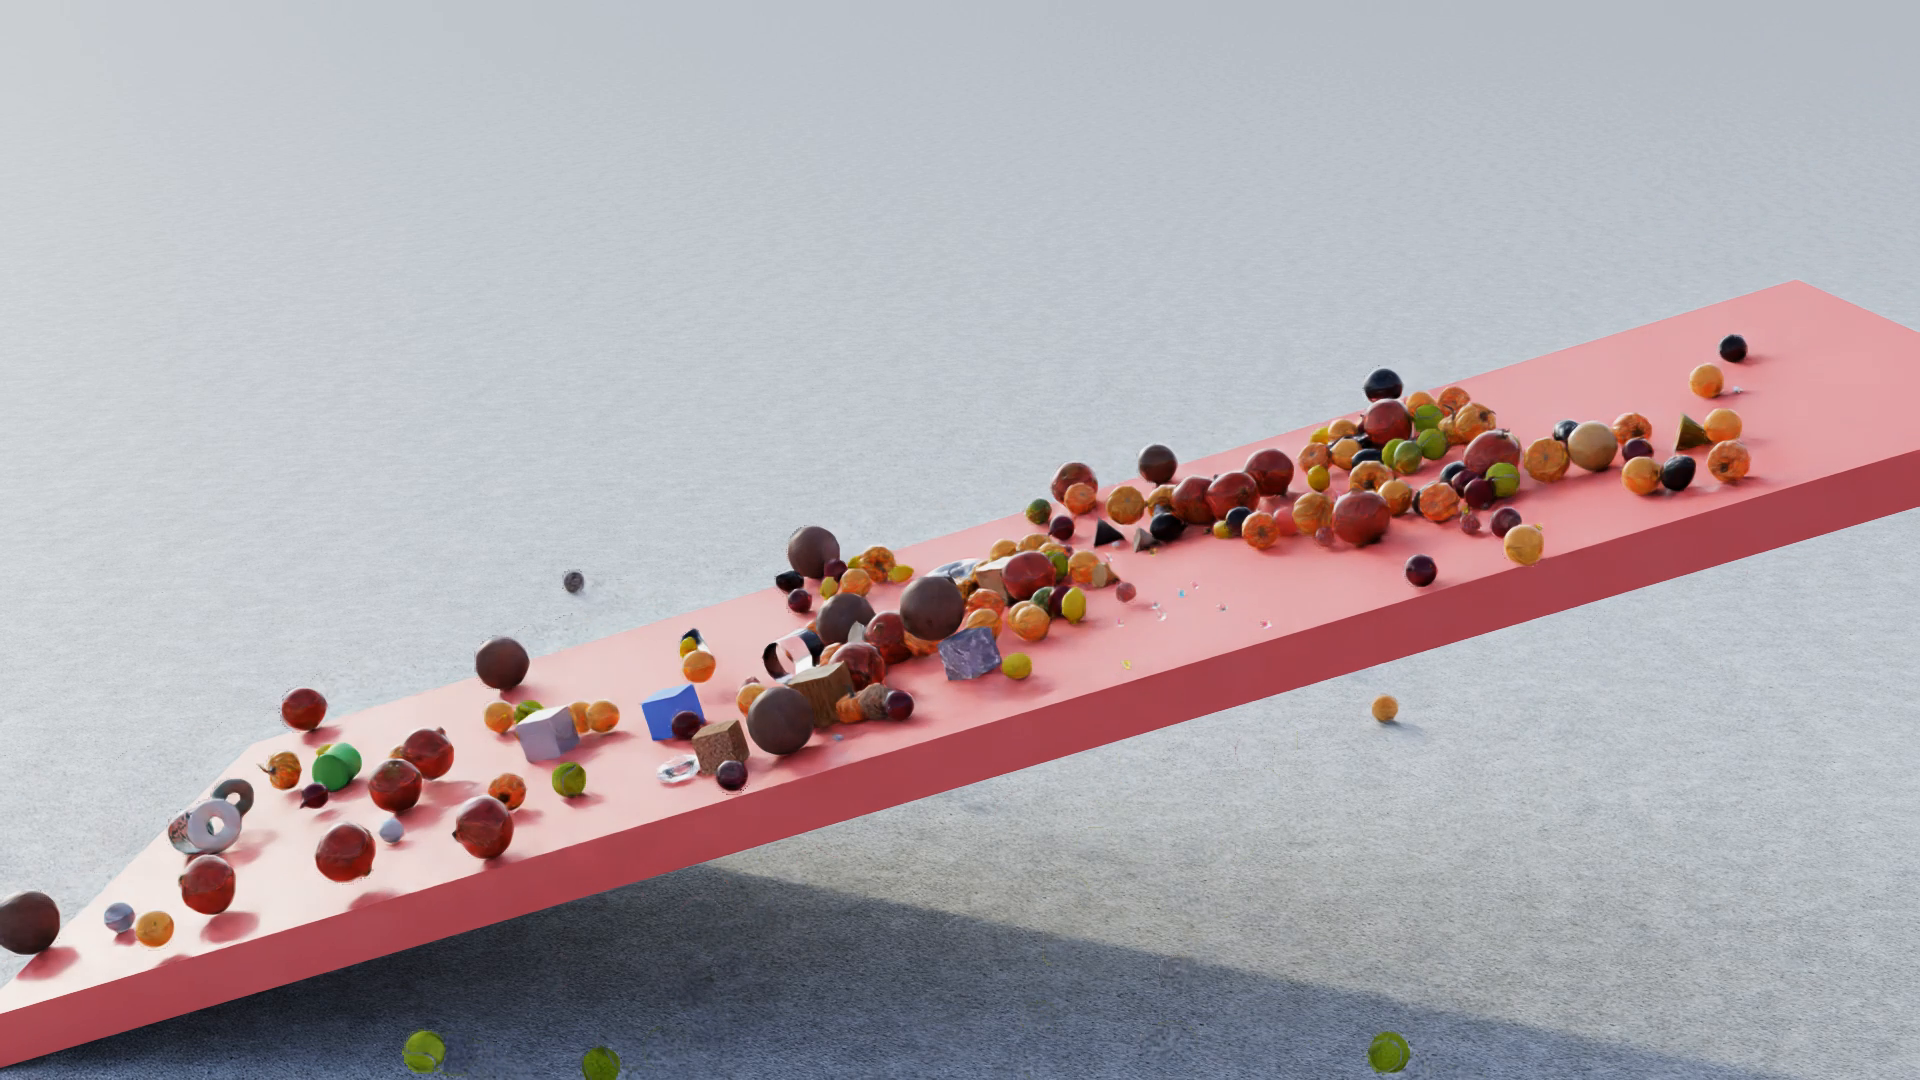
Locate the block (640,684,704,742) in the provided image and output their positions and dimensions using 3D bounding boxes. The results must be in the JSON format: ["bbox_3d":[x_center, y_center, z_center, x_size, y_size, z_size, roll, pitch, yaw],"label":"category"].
[{"bbox_3d":[-0.590,0.354,6.051,0.084,0.084,0.084,-13,11,24],"label":"block"}]

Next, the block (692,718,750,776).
[{"bbox_3d":[-0.457,0.396,5.625,0.076,0.076,0.076,-15,11,15],"label":"block"}]

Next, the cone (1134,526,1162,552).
[{"bbox_3d":[0.412,0.003,6.388,0.058,0.058,0.058,8,10,-8],"label":"cone"}]

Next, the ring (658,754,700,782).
[{"bbox_3d":[-0.538,0.440,5.659,0.093,0.031,0.093,-18,10,4],"label":"ring"}]

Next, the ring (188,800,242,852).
[{"bbox_3d":[-1.592,0.610,6.280,0.118,0.118,0.039,1,-20,6],"label":"ring"}]

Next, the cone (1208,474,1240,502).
[{"bbox_3d":[0.604,-0.109,6.646,0.067,0.067,0.067,14,15,17],"label":"cone"}]

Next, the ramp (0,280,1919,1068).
[{"bbox_3d":[0.097,0.184,6.314,4.000,0.100,2.000,-17,10,5],"label":"ramp"}]

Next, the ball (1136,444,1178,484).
[{"bbox_3d":[0.474,-0.184,7.074,0.097,0.097,0.097,0,11,0],"label":"ball"}]

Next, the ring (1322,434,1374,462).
[{"bbox_3d":[0.883,-0.209,6.681,0.122,0.041,0.122,-16,11,3],"label":"ring"}]

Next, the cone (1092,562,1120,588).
[{"bbox_3d":[0.314,0.079,6.152,0.056,0.056,0.056,17,2,-27],"label":"cone"}]

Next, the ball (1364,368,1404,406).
[{"bbox_3d":[1.027,-0.371,7.140,0.096,0.096,0.096,0,11,0],"label":"ball"}]

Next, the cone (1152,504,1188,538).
[{"bbox_3d":[0.467,-0.036,6.476,0.077,0.077,0.077,8,11,-6],"label":"cone"}]

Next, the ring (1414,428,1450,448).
[{"bbox_3d":[1.050,-0.227,6.531,0.083,0.028,0.083,-18,10,4],"label":"ring"}]

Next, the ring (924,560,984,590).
[{"bbox_3d":[-0.013,0.082,6.625,0.145,0.048,0.145,-17,9,3],"label":"ring"}]

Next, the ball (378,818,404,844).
[{"bbox_3d":[-1.133,0.580,5.862,0.051,0.051,0.051,0,11,0],"label":"ball"}]

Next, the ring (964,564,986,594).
[{"bbox_3d":[0.074,0.081,6.493,0.136,0.045,0.136,-16,11,3],"label":"ring"}]

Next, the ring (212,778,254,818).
[{"bbox_3d":[-1.593,0.567,6.442,0.097,0.097,0.032,-7,23,-30],"label":"ring"}]

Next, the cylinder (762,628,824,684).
[{"bbox_3d":[-0.350,0.244,6.202,0.093,0.093,0.093,9,23,38],"label":"cylinder"}]

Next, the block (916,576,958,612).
[{"bbox_3d":[-0.051,0.119,6.457,0.060,0.060,0.060,-24,12,-31],"label":"block"}]

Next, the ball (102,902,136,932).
[{"bbox_3d":[-1.670,0.748,5.840,0.062,0.062,0.062,0,11,0],"label":"ball"}]

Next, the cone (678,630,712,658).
[{"bbox_3d":[-0.594,0.252,6.747,0.072,0.072,0.072,27,26,36],"label":"cone"}]

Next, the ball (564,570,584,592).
[{"bbox_3d":[-1.270,0.137,9.677,0.071,0.071,0.071,0,11,0],"label":"ball"}]

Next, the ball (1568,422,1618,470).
[{"bbox_3d":[1.243,-0.185,5.780,0.098,0.098,0.098,0,11,0],"label":"ball"}]

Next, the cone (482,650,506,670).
[{"bbox_3d":[-1.350,0.358,8.585,0.063,0.063,0.063,22,-4,-37],"label":"cone"}]

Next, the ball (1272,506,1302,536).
[{"bbox_3d":[0.674,-0.038,6.069,0.060,0.060,0.060,0,11,0],"label":"ball"}]

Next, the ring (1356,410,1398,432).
[{"bbox_3d":[0.980,-0.279,6.908,0.101,0.034,0.101,-16,11,3],"label":"ring"}]

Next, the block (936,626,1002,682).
[{"bbox_3d":[0.019,0.222,5.733,0.078,0.078,0.078,-10,12,47],"label":"block"}]

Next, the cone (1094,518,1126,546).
[{"bbox_3d":[0.338,-0.012,6.580,0.069,0.069,0.069,9,11,-1],"label":"cone"}]

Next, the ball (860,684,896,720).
[{"bbox_3d":[-0.158,0.308,5.607,0.069,0.069,0.069,0,11,0],"label":"ball"}]

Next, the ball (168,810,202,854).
[{"bbox_3d":[-1.662,0.631,6.355,0.096,0.096,0.096,0,11,0],"label":"ball"}]

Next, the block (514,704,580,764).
[{"bbox_3d":[-0.872,0.410,6.222,0.086,0.086,0.086,-13,11,25],"label":"block"}]

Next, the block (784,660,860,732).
[{"bbox_3d":[-0.268,0.305,5.736,0.096,0.096,0.096,-13,11,22],"label":"block"}]

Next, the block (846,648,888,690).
[{"bbox_3d":[-0.189,0.260,5.938,0.061,0.061,0.061,-15,10,13],"label":"block"}]

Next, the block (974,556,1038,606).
[{"bbox_3d":[0.100,0.088,6.299,0.084,0.084,0.084,-25,12,-35],"label":"block"}]
